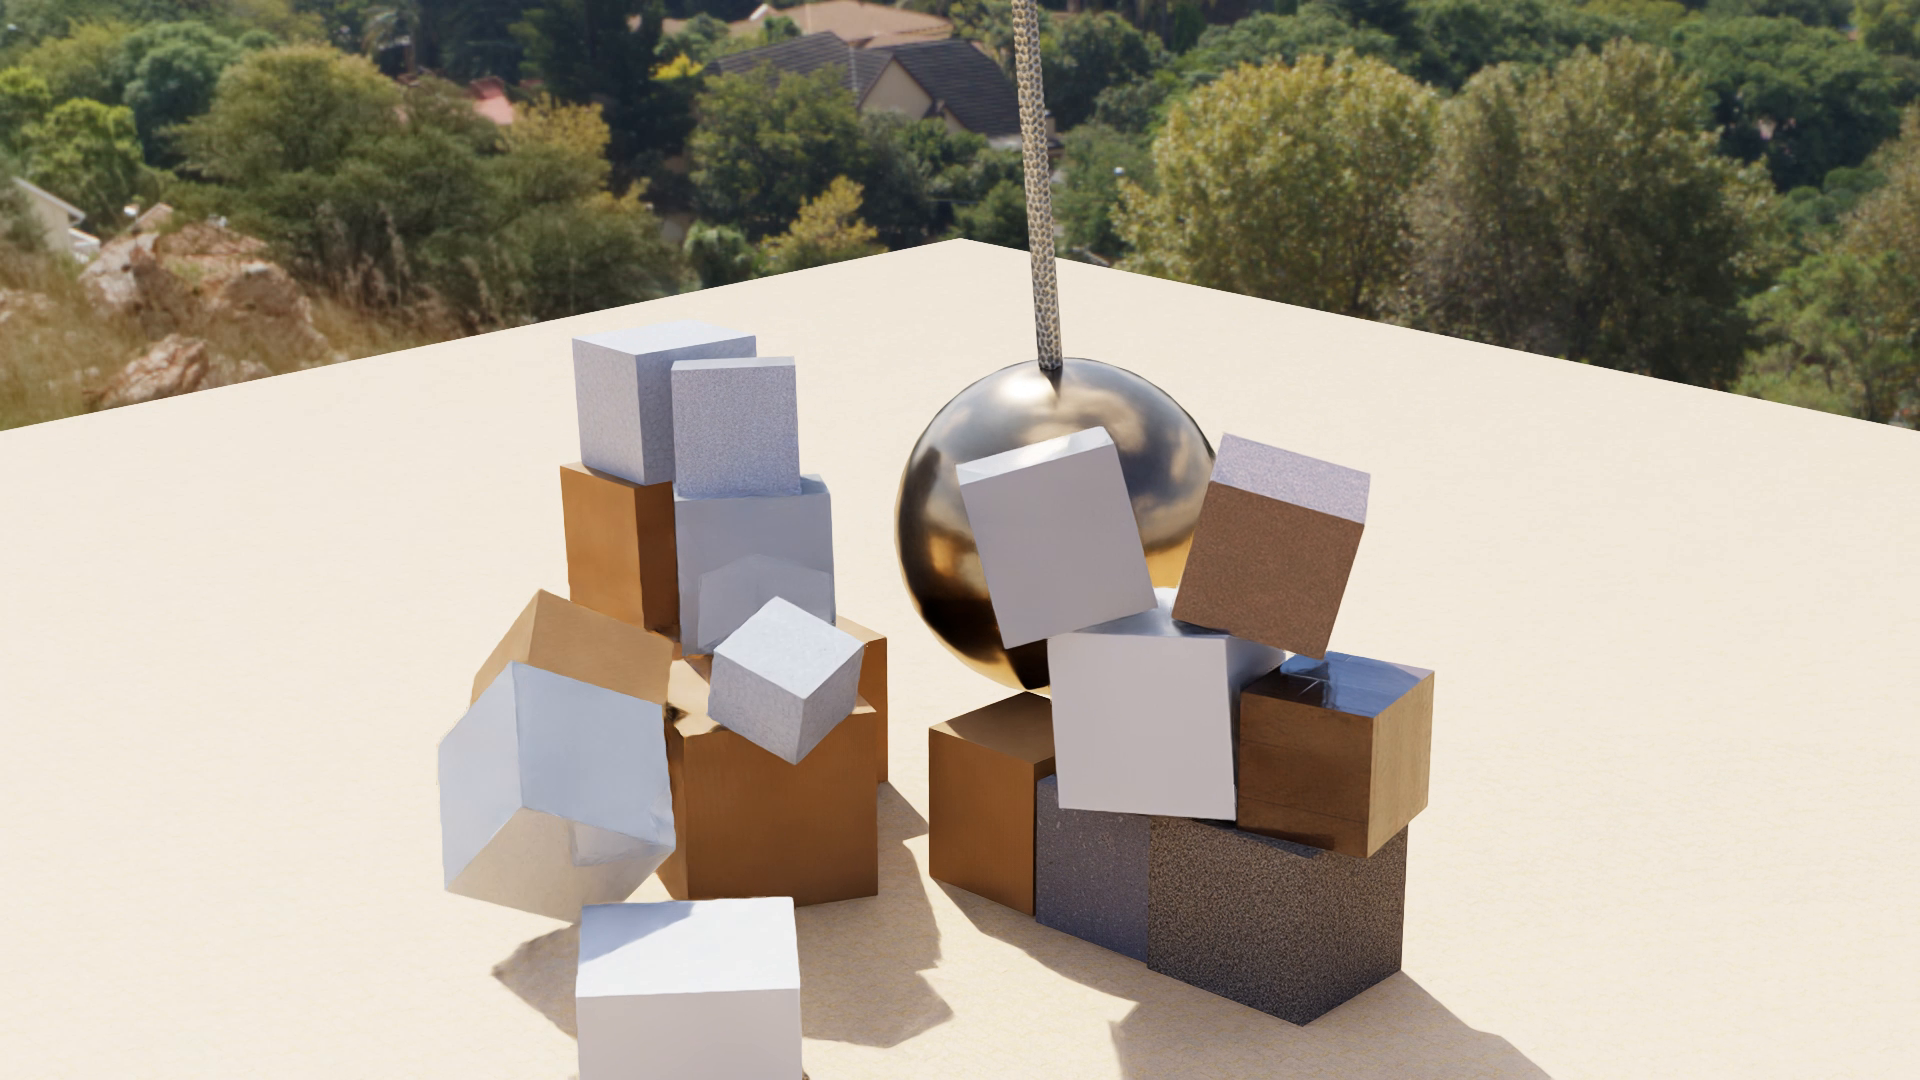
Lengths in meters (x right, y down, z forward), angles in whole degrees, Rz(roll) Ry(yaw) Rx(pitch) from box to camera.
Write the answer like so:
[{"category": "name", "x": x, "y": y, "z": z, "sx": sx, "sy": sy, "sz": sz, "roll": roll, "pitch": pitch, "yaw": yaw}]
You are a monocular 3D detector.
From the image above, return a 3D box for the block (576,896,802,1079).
[{"category": "block", "x": -1.031, "y": 1.870, "z": 11.228, "sx": 0.820, "sy": 0.700, "sz": 0.809, "roll": -2, "pitch": 18, "yaw": -5}]

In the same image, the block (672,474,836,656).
[{"category": "block", "x": -0.992, "y": 0.106, "z": 14.042, "sx": 0.723, "sy": 0.726, "sz": 0.839, "roll": -3, "pitch": 8, "yaw": -6}]

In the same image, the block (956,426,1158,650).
[{"category": "block", "x": 0.399, "y": -0.022, "z": 12.350, "sx": 0.655, "sy": 0.706, "sz": 0.699, "roll": -15, "pitch": 8, "yaw": 1}]

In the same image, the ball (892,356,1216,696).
[{"category": "ball", "x": 0.483, "y": -0.063, "z": 13.829, "sx": 1.600, "sy": 1.600, "sz": 1.600, "roll": 0, "pitch": 17, "yaw": 0}]

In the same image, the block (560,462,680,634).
[{"category": "block", "x": -1.443, "y": 0.015, "z": 14.879, "sx": 0.863, "sy": 0.845, "sz": 0.724, "roll": -13, "pitch": 18, "yaw": -35}]

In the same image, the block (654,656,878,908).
[{"category": "block", "x": -0.948, "y": 1.093, "z": 13.390, "sx": 0.882, "sy": 0.886, "sz": 0.952, "roll": -6, "pitch": 19, "yaw": -19}]

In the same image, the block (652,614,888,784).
[{"category": "block", "x": -0.936, "y": 0.817, "z": 14.486, "sx": 0.863, "sy": 0.755, "sz": 0.784, "roll": -13, "pitch": 21, "yaw": -35}]

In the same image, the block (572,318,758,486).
[{"category": "block", "x": -1.460, "y": -0.698, "z": 14.647, "sx": 0.677, "sy": 0.649, "sz": 0.661, "roll": -12, "pitch": 17, "yaw": -33}]

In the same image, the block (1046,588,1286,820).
[{"category": "block", "x": 0.898, "y": 0.677, "z": 12.448, "sx": 0.785, "sy": 0.773, "sz": 0.741, "roll": 2, "pitch": 15, "yaw": 25}]

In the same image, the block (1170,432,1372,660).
[{"category": "block", "x": 1.291, "y": 0.019, "z": 12.123, "sx": 0.642, "sy": 0.613, "sz": 0.663, "roll": 16, "pitch": 21, "yaw": 4}]

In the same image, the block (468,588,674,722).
[{"category": "block", "x": -1.743, "y": 0.782, "z": 12.931, "sx": 0.660, "sy": 0.684, "sz": 0.687, "roll": 24, "pitch": 42, "yaw": -21}]

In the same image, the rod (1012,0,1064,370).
[{"category": "rod", "x": 0.210, "y": -3.203, "z": 12.555, "sx": 0.080, "sy": 5.200, "sz": 0.080, "roll": 17, "pitch": 31, "yaw": 42}]

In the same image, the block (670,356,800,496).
[{"category": "block", "x": -1.066, "y": -0.552, "z": 14.007, "sx": 0.580, "sy": 0.590, "sz": 0.604, "roll": -3, "pitch": 8, "yaw": -3}]

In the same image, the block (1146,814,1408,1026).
[{"category": "block", "x": 1.341, "y": 1.476, "z": 12.405, "sx": 0.813, "sy": 0.745, "sz": 0.719, "roll": 15, "pitch": 23, "yaw": 40}]

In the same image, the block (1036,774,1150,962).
[{"category": "block", "x": 0.805, "y": 1.361, "z": 12.896, "sx": 0.655, "sy": 0.671, "sz": 0.673, "roll": 15, "pitch": 23, "yaw": 40}]

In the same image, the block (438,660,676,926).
[{"category": "block", "x": -1.616, "y": 1.023, "z": 11.696, "sx": 0.691, "sy": 0.611, "sz": 0.712, "roll": 20, "pitch": 41, "yaw": -32}]

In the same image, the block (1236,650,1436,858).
[{"category": "block", "x": 1.552, "y": 0.866, "z": 12.096, "sx": 0.579, "sy": 0.605, "sz": 0.640, "roll": 10, "pitch": 20, "yaw": 29}]

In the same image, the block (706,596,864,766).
[{"category": "block", "x": -0.760, "y": 0.608, "z": 12.762, "sx": 0.472, "sy": 0.393, "sz": 0.465, "roll": 27, "pitch": 43, "yaw": 19}]

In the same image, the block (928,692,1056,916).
[{"category": "block", "x": 0.315, "y": 1.188, "z": 13.350, "sx": 0.644, "sy": 0.728, "sz": 0.653, "roll": 16, "pitch": 24, "yaw": 41}]
